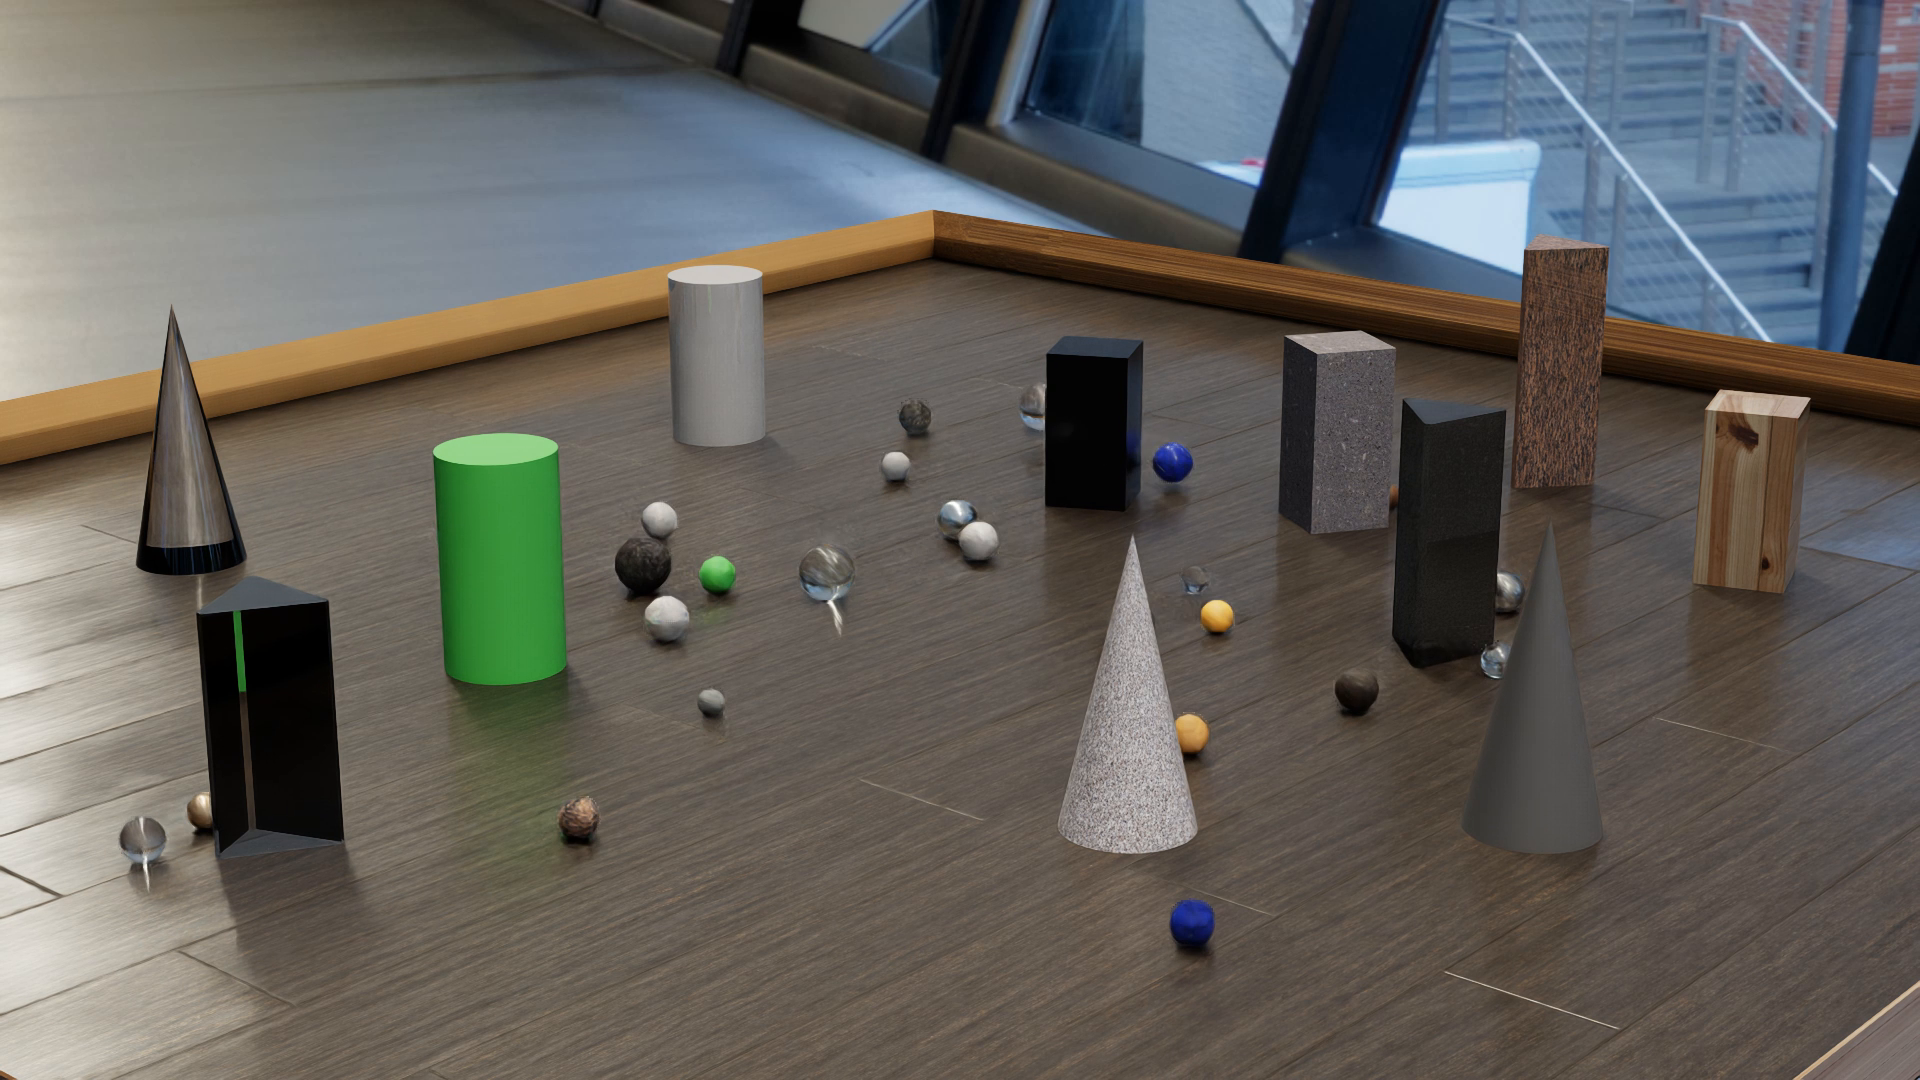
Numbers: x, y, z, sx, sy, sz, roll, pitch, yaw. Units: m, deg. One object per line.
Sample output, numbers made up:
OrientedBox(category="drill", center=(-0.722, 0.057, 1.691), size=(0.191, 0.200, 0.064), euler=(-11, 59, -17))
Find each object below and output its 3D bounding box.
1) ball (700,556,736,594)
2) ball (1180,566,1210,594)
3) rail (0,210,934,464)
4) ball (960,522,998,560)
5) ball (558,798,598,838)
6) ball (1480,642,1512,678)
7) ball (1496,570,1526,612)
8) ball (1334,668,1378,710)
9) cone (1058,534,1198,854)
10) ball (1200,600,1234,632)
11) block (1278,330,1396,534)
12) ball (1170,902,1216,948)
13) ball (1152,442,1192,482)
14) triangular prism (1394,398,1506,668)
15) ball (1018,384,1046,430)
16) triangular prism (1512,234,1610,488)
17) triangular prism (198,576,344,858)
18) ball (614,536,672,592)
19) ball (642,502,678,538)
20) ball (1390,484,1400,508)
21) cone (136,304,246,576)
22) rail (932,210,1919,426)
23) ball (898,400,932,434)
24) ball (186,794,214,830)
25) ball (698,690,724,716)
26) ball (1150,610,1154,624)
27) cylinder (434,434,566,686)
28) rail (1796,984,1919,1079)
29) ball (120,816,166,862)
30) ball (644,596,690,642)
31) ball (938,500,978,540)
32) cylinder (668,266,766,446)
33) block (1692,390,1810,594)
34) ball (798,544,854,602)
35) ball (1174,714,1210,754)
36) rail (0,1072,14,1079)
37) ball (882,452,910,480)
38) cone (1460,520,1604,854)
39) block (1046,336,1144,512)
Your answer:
OrientedBox(category="ball", center=(-0.425, 0.061, 5.137), size=(0.065, 0.065, 0.065), euler=(0, 17, 0))
OrientedBox(category="ball", center=(0.412, 0.070, 5.134), size=(0.050, 0.050, 0.050), euler=(0, 17, 0))
OrientedBox(category="rail", center=(-1.519, -0.348, 6.383), size=(0.045, 0.128, 4.462), euler=(14, 22, 39))
OrientedBox(category="ball", center=(0.035, 0.002, 5.321), size=(0.072, 0.072, 0.072), euler=(0, 17, 0))
OrientedBox(category="ball", center=(-0.530, 0.386, 4.072), size=(0.057, 0.057, 0.057), euler=(0, 17, 0))
OrientedBox(category="ball", center=(0.865, 0.194, 4.708), size=(0.058, 0.058, 0.058), euler=(0, 17, 0))
OrientedBox(category="ball", center=(0.934, 0.089, 5.034), size=(0.071, 0.071, 0.071), euler=(0, 17, 0))
OrientedBox(category="ball", center=(0.618, 0.232, 4.564), size=(0.068, 0.068, 0.068), euler=(0, 17, 0))
OrientedBox(category="cone", center=(0.235, 0.196, 4.056), size=(0.197, 0.430, 0.197), euler=(0, 17, 0))
OrientedBox(category="ball", center=(0.432, 0.128, 4.929), size=(0.056, 0.056, 0.056), euler=(0, 17, 0))
OrientedBox(category="block", center=(0.710, -0.205, 5.532), size=(0.158, 0.346, 0.158), euler=(-5, 17, -16))
OrientedBox(category="ball", center=(0.295, 0.489, 3.730), size=(0.058, 0.058, 0.058), euler=(0, 17, 0))
OrientedBox(category="ball", center=(0.420, -0.152, 5.789), size=(0.079, 0.079, 0.079), euler=(0, 17, 0))
OrientedBox(category="triangular prism", center=(0.770, -0.019, 4.805), size=(0.171, 0.410, 0.148), euler=(-11, 20, -32))
OrientedBox(category="ball", center=(0.173, -0.281, 6.214), size=(0.099, 0.099, 0.099), euler=(0, 17, 0))
OrientedBox(category="triangular prism", center=(1.163, -0.357, 5.809), size=(0.171, 0.477, 0.148), euler=(-3, 17, -9))
OrientedBox(category="triangular prism", center=(-0.959, 0.238, 4.050), size=(0.171, 0.352, 0.148), euler=(-6, 18, -18))
OrientedBox(category="ball", center=(-0.556, 0.042, 5.144), size=(0.098, 0.098, 0.098), euler=(0, 17, 0))
OrientedBox(category="ball", center=(-0.559, -0.037, 5.458), size=(0.067, 0.067, 0.067), euler=(0, 17, 0))
OrientedBox(category="ball", center=(0.825, -0.084, 5.649), size=(0.047, 0.047, 0.047), euler=(0, 17, 0))
OrientedBox(category="cone", center=(-1.398, -0.193, 5.268), size=(0.197, 0.476, 0.197), euler=(0, 17, 0))
OrientedBox(category="rail", center=(1.447, -0.449, 6.716), size=(4.071, 0.128, 0.045), euler=(14, 22, 39))
OrientedBox(category="ball", center=(-0.094, -0.260, 6.192), size=(0.070, 0.070, 0.070), euler=(0, 17, 0))
OrientedBox(category="ball", center=(-1.058, 0.380, 4.106), size=(0.049, 0.049, 0.049), euler=(0, 17, 0))
OrientedBox(category="ball", center=(-0.385, 0.252, 4.542), size=(0.042, 0.042, 0.042), euler=(0, 17, 0))
OrientedBox(category="ball", center=(0.291, 0.138, 4.880), size=(0.066, 0.066, 0.066), euler=(0, 17, 0))
OrientedBox(category="cylinder", center=(-0.740, 0.029, 4.725), size=(0.197, 0.364, 0.197), euler=(0, 17, 0))
OrientedBox(category="rail", center=(1.519, 0.413, 3.857), size=(0.045, 0.128, 4.462), euler=(14, 22, 39))
OrientedBox(category="ball", center=(-1.112, 0.408, 3.991), size=(0.062, 0.062, 0.062), euler=(0, 17, 0))
OrientedBox(category="ball", center=(-0.489, 0.131, 4.885), size=(0.076, 0.076, 0.076), euler=(0, 17, 0))
OrientedBox(category="ball", center=(-0.004, -0.038, 5.448), size=(0.075, 0.075, 0.075), euler=(0, 17, 0))
OrientedBox(category="cylinder", center=(-0.509, -0.387, 6.141), size=(0.197, 0.344, 0.197), euler=(0, 17, 0))
OrientedBox(category="block", center=(1.402, -0.088, 5.193), size=(0.158, 0.317, 0.158), euler=(7, 18, 22))
OrientedBox(category="ball", center=(-0.232, 0.057, 5.091), size=(0.098, 0.098, 0.098), euler=(0, 17, 0))
OrientedBox(category="ball", center=(0.342, 0.291, 4.383), size=(0.060, 0.060, 0.060), euler=(0, 17, 0))
OrientedBox(category="rail", center=(-1.447, 0.513, 3.524), size=(4.071, 0.128, 0.045), euler=(14, 22, 39))
OrientedBox(category="ball", center=(-0.128, -0.148, 5.842), size=(0.058, 0.058, 0.058), euler=(0, 17, 0))
OrientedBox(category="cone", center=(0.803, 0.184, 4.052), size=(0.197, 0.455, 0.197), euler=(0, 17, 0))
OrientedBox(category="block", center=(0.260, -0.227, 5.681), size=(0.158, 0.302, 0.158), euler=(4, 17, 14))
